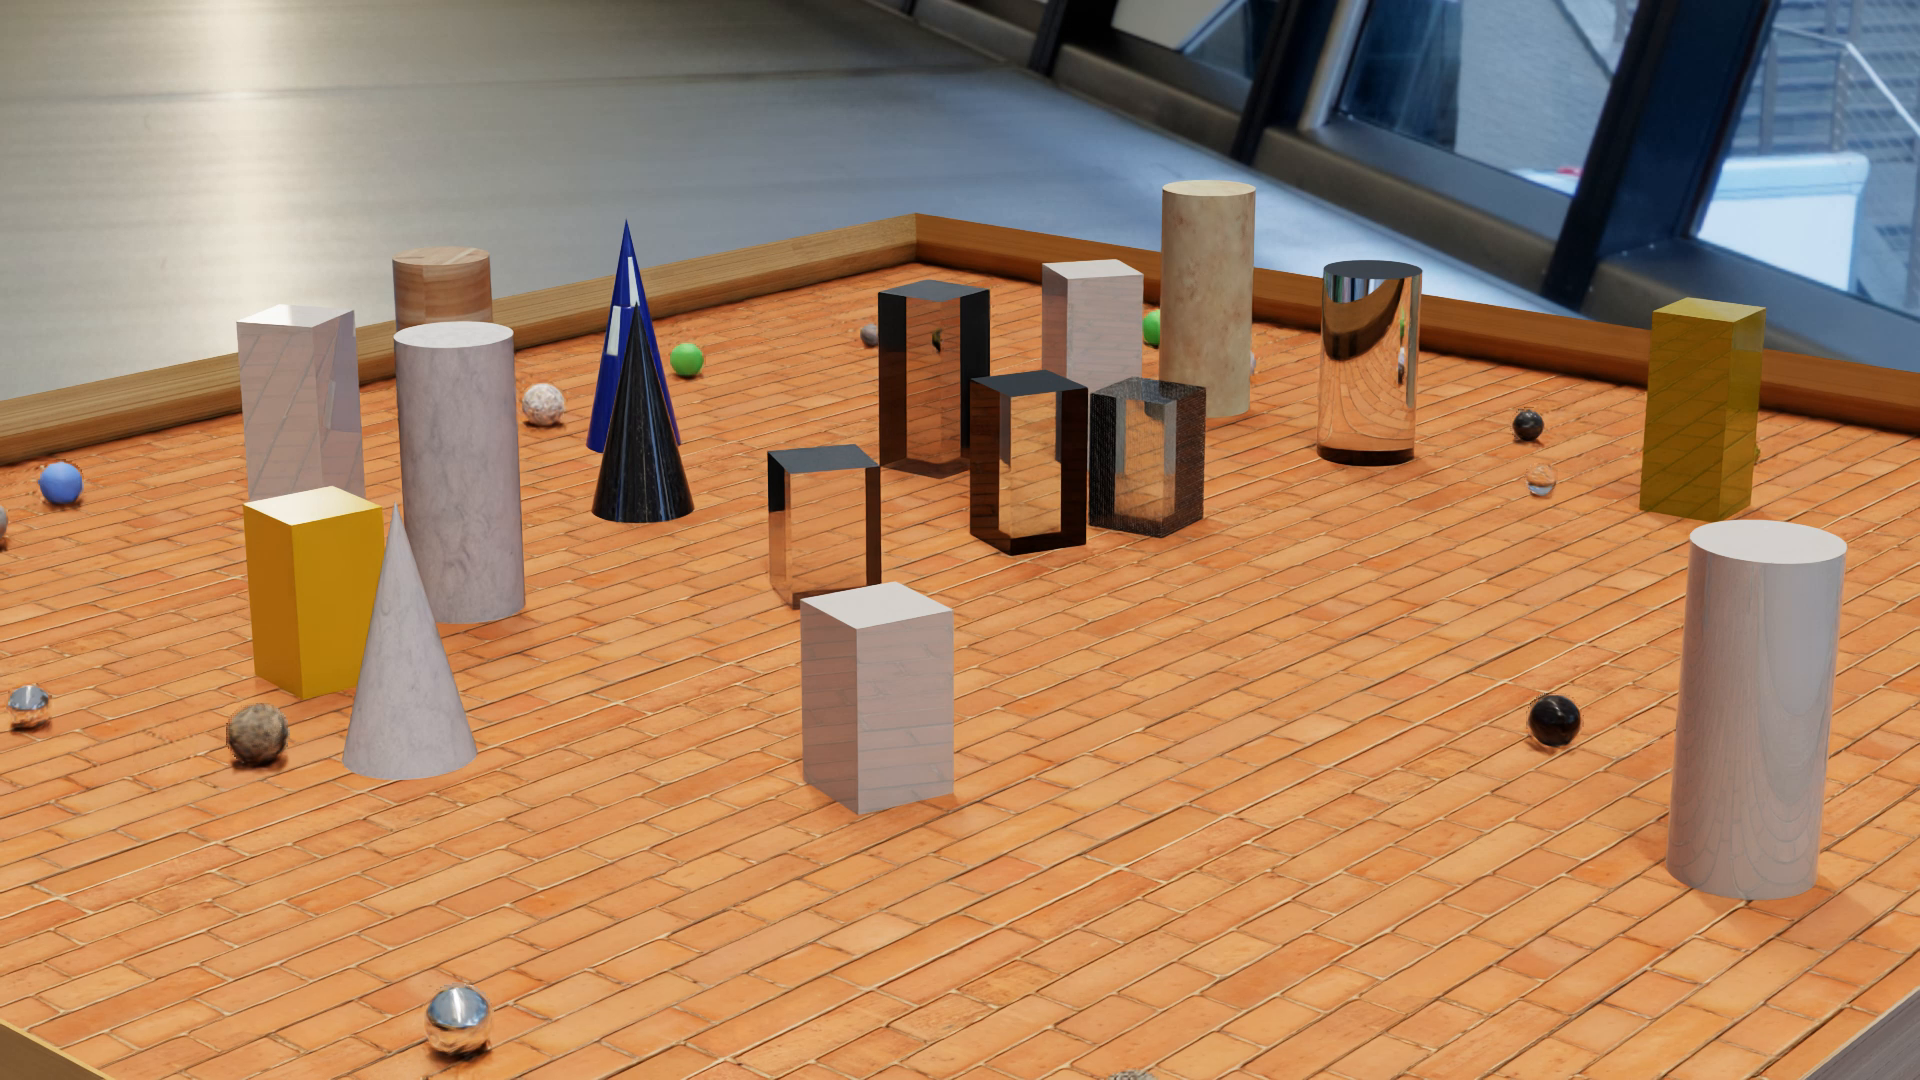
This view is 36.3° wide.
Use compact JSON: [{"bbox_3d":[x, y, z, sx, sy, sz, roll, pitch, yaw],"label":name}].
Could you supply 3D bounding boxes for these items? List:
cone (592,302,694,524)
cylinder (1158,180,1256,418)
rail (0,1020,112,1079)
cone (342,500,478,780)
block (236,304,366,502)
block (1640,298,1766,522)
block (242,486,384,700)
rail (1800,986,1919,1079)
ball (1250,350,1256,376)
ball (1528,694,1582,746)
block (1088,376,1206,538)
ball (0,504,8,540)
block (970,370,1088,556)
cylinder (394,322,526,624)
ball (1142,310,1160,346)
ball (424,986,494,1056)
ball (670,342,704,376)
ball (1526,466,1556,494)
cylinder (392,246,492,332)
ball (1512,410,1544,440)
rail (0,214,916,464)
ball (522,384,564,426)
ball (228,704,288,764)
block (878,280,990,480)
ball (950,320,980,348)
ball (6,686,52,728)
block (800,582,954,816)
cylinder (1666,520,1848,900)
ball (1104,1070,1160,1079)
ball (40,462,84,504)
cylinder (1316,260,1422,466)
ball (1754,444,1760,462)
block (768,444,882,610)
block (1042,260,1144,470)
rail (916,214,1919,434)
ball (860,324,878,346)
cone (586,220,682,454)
[{"bbox_3d":[-0.612,-0.258,5.598,0.200,0.412,0.200,0,17,0],"label":"cone"},{"bbox_3d":[0.534,-0.524,6.357,0.200,0.483,0.200,0,17,0],"label":"cylinder"},{"bbox_3d":[-1.403,0.498,3.572,4.079,0.130,0.045,14,22,39],"label":"rail"},{"bbox_3d":[-0.823,0.132,4.329,0.200,0.398,0.200,0,17,0],"label":"cone"},{"bbox_3d":[-1.251,-0.238,5.577,0.160,0.386,0.160,5,18,17],"label":"block"},{"bbox_3d":[1.420,-0.250,5.610,0.160,0.390,0.160,12,21,35],"label":"block"},{"bbox_3d":[-1.026,0.082,4.686,0.160,0.287,0.160,-14,22,-38],"label":"block"},{"bbox_3d":[1.522,0.414,3.854,0.045,0.130,4.327,14,22,39],"label":"rail"},{"bbox_3d":[0.625,-0.400,6.631,0.088,0.088,0.088,0,17,0],"label":"ball"},{"bbox_3d":[0.896,0.272,4.416,0.079,0.079,0.079,0,17,0],"label":"ball"},{"bbox_3d":[0.354,-0.158,5.533,0.160,0.258,0.160,11,20,32],"label":"block"},{"bbox_3d":[-1.804,-0.033,5.398,0.097,0.097,0.097,0,17,0],"label":"ball"},{"bbox_3d":[0.126,-0.144,5.417,0.160,0.299,0.160,-8,19,-26],"label":"block"},{"bbox_3d":[-0.853,-0.116,5.009,0.200,0.481,0.200,0,17,0],"label":"cylinder"},{"bbox_3d":[0.474,-0.506,6.991,0.084,0.084,0.084,0,17,0],"label":"ball"},{"bbox_3d":[-0.589,0.564,3.442,0.081,0.081,0.081,0,17,0],"label":"ball"},{"bbox_3d":[-0.623,-0.411,6.690,0.076,0.076,0.076,0,17,0],"label":"ball"},{"bbox_3d":[1.140,-0.117,5.745,0.058,0.058,0.058,0,17,0],"label":"ball"},{"bbox_3d":[-1.075,-0.404,6.129,0.200,0.386,0.200,0,17,0],"label":"cylinder"},{"bbox_3d":[1.190,-0.240,6.141,0.065,0.065,0.065,0,17,0],"label":"ball"},{"bbox_3d":[-1.522,-0.349,6.385,0.045,0.130,4.327,14,22,39],"label":"rail"},{"bbox_3d":[-0.889,-0.289,6.258,0.090,0.090,0.090,0,17,0],"label":"ball"},{"bbox_3d":[-1.042,0.288,4.351,0.087,0.087,0.087,0,17,0],"label":"ball"},{"bbox_3d":[-0.052,-0.326,5.912,0.160,0.361,0.160,13,21,36],"label":"block"},{"bbox_3d":[0.011,-0.489,6.959,0.069,0.069,0.069,0,17,0],"label":"ball"},{"bbox_3d":[-1.427,0.255,4.494,0.066,0.066,0.066,0,17,0],"label":"ball"},{"bbox_3d":[-0.119,0.225,4.225,0.160,0.278,0.160,-10,20,-31],"label":"block"},{"bbox_3d":[1.057,0.224,3.904,0.200,0.466,0.200,0,17,0],"label":"cylinder"},{"bbox_3d":[0.188,0.628,3.197,0.100,0.100,0.100,0,17,0],"label":"ball"},{"bbox_3d":[-1.742,-0.110,5.681,0.082,0.082,0.082,0,17,0],"label":"ball"},{"bbox_3d":[0.836,-0.362,5.990,0.200,0.387,0.200,0,17,0],"label":"cylinder"},{"bbox_3d":[1.601,-0.177,5.959,0.048,0.048,0.048,0,17,0],"label":"ball"},{"bbox_3d":[-0.237,-0.024,5.115,0.160,0.244,0.160,-5,18,-17],"label":"block"},{"bbox_3d":[0.266,-0.355,5.946,0.160,0.397,0.160,-5,17,-16],"label":"block"},{"bbox_3d":[1.403,-0.433,6.667,4.079,0.130,0.045,14,22,39],"label":"rail"},{"bbox_3d":[-0.211,-0.487,6.982,0.054,0.054,0.054,0,17,0],"label":"ball"},{"bbox_3d":[-0.682,-0.431,6.061,0.200,0.476,0.200,0,17,0],"label":"cone"}]
